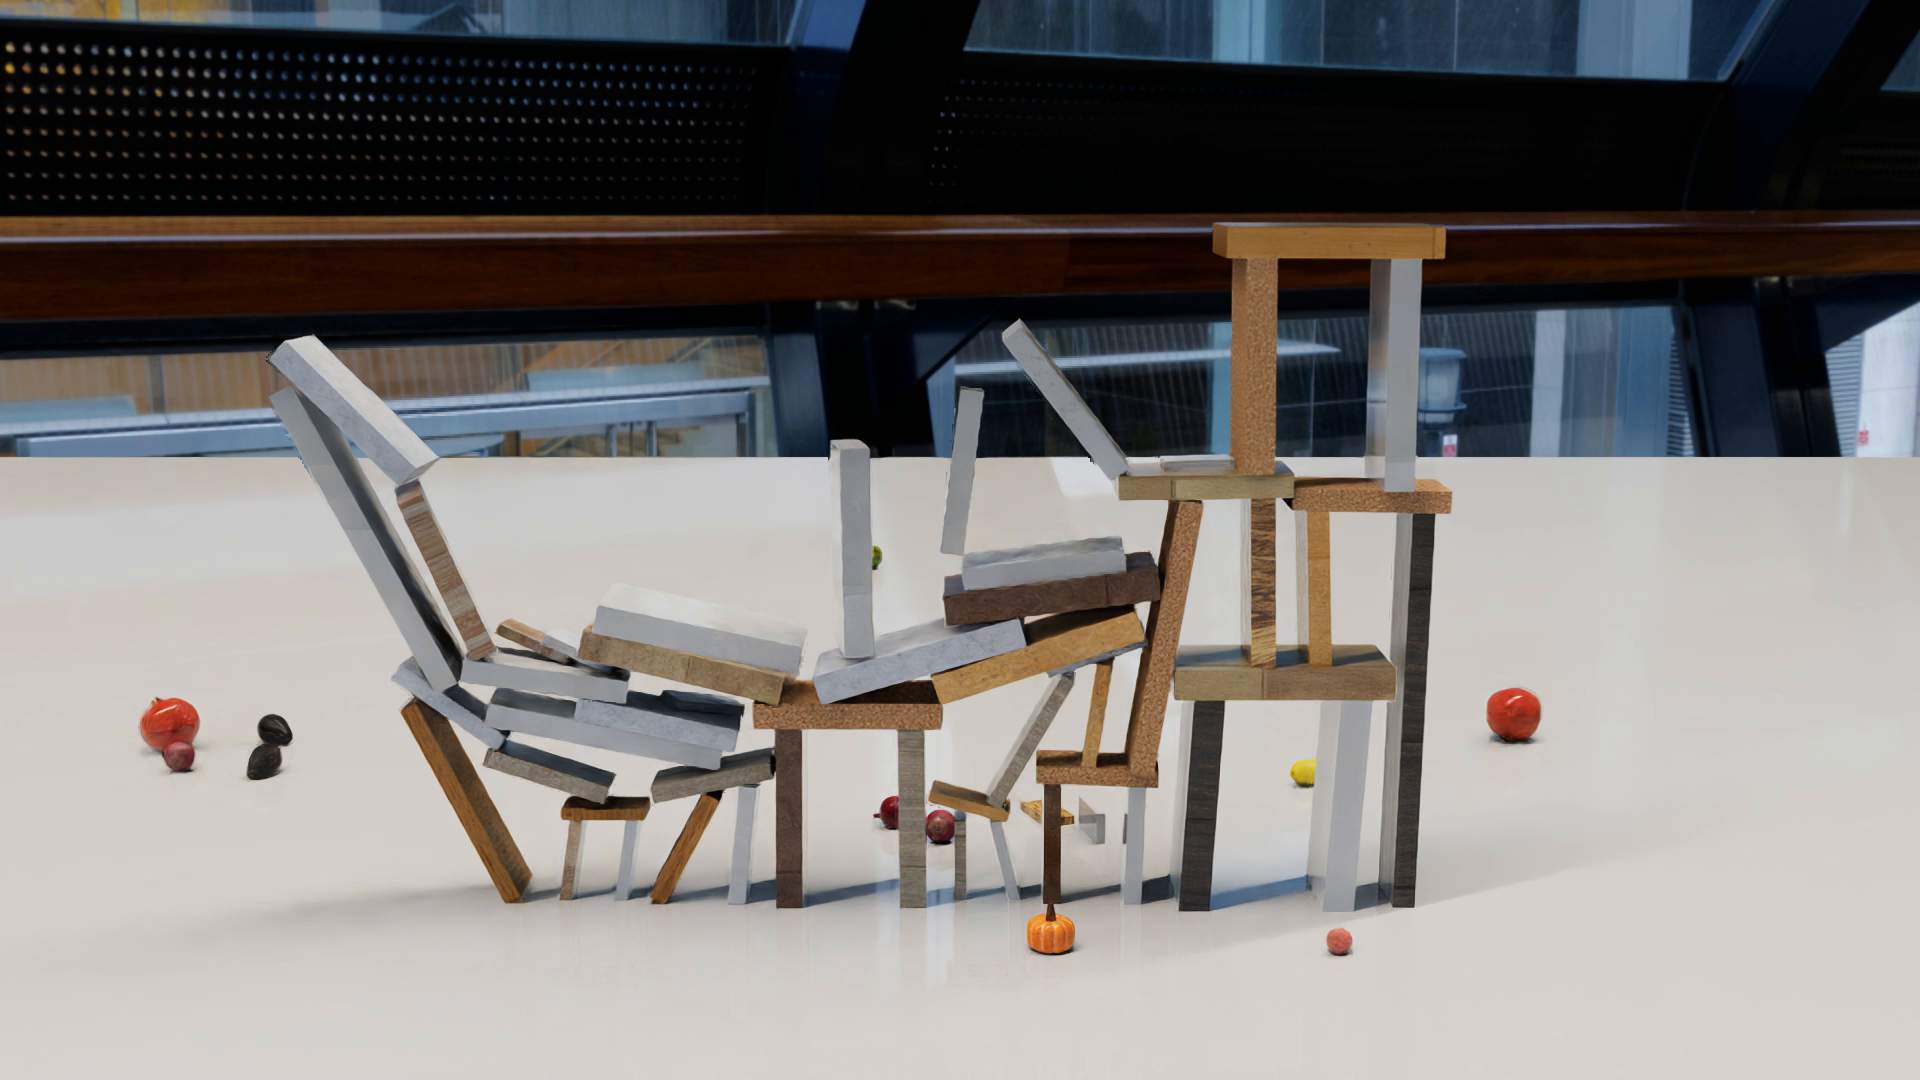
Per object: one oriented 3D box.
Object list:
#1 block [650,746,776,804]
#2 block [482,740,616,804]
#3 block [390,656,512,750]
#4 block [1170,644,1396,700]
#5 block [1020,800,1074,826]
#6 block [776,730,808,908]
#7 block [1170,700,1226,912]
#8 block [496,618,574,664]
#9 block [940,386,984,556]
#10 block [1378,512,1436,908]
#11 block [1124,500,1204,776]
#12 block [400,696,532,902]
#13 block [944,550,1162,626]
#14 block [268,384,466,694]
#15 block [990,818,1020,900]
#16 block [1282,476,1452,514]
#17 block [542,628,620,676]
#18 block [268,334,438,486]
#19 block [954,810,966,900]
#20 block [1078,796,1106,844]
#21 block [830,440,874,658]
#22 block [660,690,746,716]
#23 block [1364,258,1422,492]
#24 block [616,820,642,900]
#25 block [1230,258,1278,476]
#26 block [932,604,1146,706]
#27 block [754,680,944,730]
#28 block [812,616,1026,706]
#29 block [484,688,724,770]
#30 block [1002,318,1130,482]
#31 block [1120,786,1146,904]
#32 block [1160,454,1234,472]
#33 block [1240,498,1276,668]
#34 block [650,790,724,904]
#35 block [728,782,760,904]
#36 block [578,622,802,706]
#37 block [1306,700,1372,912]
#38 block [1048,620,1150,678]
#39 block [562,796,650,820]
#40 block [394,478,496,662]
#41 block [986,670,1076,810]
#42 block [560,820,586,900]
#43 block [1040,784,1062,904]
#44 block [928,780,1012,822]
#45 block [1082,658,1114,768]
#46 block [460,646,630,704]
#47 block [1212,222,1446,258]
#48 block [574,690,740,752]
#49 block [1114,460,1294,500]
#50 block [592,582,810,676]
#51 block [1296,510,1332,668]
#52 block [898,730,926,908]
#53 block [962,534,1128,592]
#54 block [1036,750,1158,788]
[{"bbox_3d":[-0.405,0.388,3.631,0.199,0.028,0.099,-12,10,2],"label":"block"},{"bbox_3d":[-0.676,0.380,3.633,0.206,0.029,0.103,18,5,-4],"label":"block"},{"bbox_3d":[-0.831,0.267,3.615,0.206,0.029,0.103,35,4,-5],"label":"block"},{"bbox_3d":[0.520,0.216,3.602,0.353,0.050,0.176,0,11,0],"label":"block"},{"bbox_3d":[0.162,0.506,4.076,0.056,0.016,0.113,-4,11,-23],"label":"block"},{"bbox_3d":[-0.279,0.440,3.646,0.043,0.303,0.152,1,11,-1],"label":"block"},{"bbox_3d":[0.391,0.415,3.639,0.050,0.353,0.176,3,11,0],"label":"block"},{"bbox_3d":[-0.698,0.167,3.632,0.126,0.018,0.063,24,8,3],"label":"block"},{"bbox_3d":[0.003,-0.113,3.532,0.037,0.261,0.131,7,6,-1],"label":"block"},{"bbox_3d":[0.731,0.269,3.606,0.036,0.655,0.126,1,11,0],"label":"block"},{"bbox_3d":[0.330,0.147,3.575,0.039,0.450,0.138,9,11,-1],"label":"block"},{"bbox_3d":[-0.815,0.423,3.642,0.029,0.362,0.103,-26,10,4],"label":"block"},{"bbox_3d":[0.147,0.078,3.567,0.343,0.049,0.171,-7,10,2],"label":"block"},{"bbox_3d":[-0.949,-0.008,3.555,0.040,0.538,0.140,-27,10,1],"label":"block"},{"bbox_3d":[0.074,0.523,3.660,0.019,0.134,0.067,-13,10,2],"label":"block"},{"bbox_3d":[0.653,-0.073,3.543,0.252,0.036,0.126,1,11,0],"label":"block"},{"bbox_3d":[-0.617,0.182,3.613,0.126,0.018,0.063,24,12,8],"label":"block"},{"bbox_3d":[-0.965,-0.209,3.512,0.040,0.281,0.140,-44,6,8],"label":"block"},{"bbox_3d":[0.001,0.524,3.660,0.019,0.134,0.067,0,11,0],"label":"block"},{"bbox_3d":[0.238,0.505,3.973,0.016,0.056,0.112,-3,11,-14],"label":"block"},{"bbox_3d":[-0.176,0.011,3.565,0.047,0.334,0.167,-2,8,-9],"label":"block"},{"bbox_3d":[-0.429,0.272,3.672,0.126,0.018,0.063,8,9,-33],"label":"block"},{"bbox_3d":[0.691,-0.270,3.512,0.048,0.364,0.169,0,11,0],"label":"block"},{"bbox_3d":[-0.550,0.522,3.657,0.019,0.137,0.068,9,10,-2],"label":"block"},{"bbox_3d":[0.468,-0.284,3.506,0.048,0.338,0.169,-1,11,-1],"label":"block"},{"bbox_3d":[0.125,0.174,3.585,0.343,0.049,0.171,-18,9,4],"label":"block"},{"bbox_3d":[-0.180,0.270,3.612,0.303,0.043,0.152,0,11,0],"label":"block"},{"bbox_3d":[-0.064,0.179,3.586,0.343,0.049,0.171,-16,10,4],"label":"block"},{"bbox_3d":[-0.583,0.310,3.628,0.384,0.037,0.132,12,7,-8],"label":"block"},{"bbox_3d":[0.168,-0.224,3.507,0.037,0.282,0.131,-37,9,8],"label":"block"},{"bbox_3d":[0.287,0.492,3.648,0.028,0.200,0.100,2,11,1],"label":"block"},{"bbox_3d":[0.382,-0.125,3.539,0.113,0.016,0.056,-2,11,-3],"label":"block"},{"bbox_3d":[0.483,0.057,3.565,0.039,0.275,0.138,-1,11,0],"label":"block"},{"bbox_3d":[-0.451,0.498,3.650,0.028,0.199,0.099,28,9,-5],"label":"block"},{"bbox_3d":[-0.357,0.492,3.648,0.028,0.199,0.099,6,10,-1],"label":"block"},{"bbox_3d":[-0.439,0.190,3.604,0.334,0.047,0.167,13,11,4],"label":"block"},{"bbox_3d":[0.626,0.415,3.639,0.050,0.353,0.176,3,11,-1],"label":"block"},{"bbox_3d":[0.222,0.178,3.599,0.172,0.024,0.086,-18,9,3],"label":"block"},{"bbox_3d":[-0.586,0.445,3.643,0.137,0.019,0.068,0,11,0],"label":"block"},{"bbox_3d":[-0.828,0.047,3.536,0.040,0.281,0.140,-25,17,-10],"label":"block"},{"bbox_3d":[0.116,0.323,3.626,0.024,0.247,0.086,30,9,-4],"label":"block"},{"bbox_3d":[-0.642,0.522,3.657,0.019,0.137,0.068,9,10,-2],"label":"block"},{"bbox_3d":[0.151,0.492,3.650,0.028,0.200,0.100,0,11,0],"label":"block"},{"bbox_3d":[0.017,0.433,3.648,0.134,0.019,0.067,15,10,1],"label":"block"},{"bbox_3d":[0.226,0.278,3.611,0.024,0.172,0.086,9,12,5],"label":"block"},{"bbox_3d":[-0.675,0.218,3.602,0.265,0.037,0.132,8,8,-8],"label":"block"},{"bbox_3d":[0.579,-0.473,3.472,0.338,0.048,0.169,0,11,-1],"label":"block"},{"bbox_3d":[-0.496,0.291,3.629,0.265,0.037,0.132,12,7,-6],"label":"block"},{"bbox_3d":[0.389,-0.096,3.534,0.275,0.039,0.138,-1,11,0],"label":"block"},{"bbox_3d":[-0.420,0.144,3.607,0.334,0.047,0.167,12,11,-2],"label":"block"},{"bbox_3d":[0.573,0.068,3.568,0.036,0.252,0.126,-3,10,0],"label":"block"},{"bbox_3d":[-0.079,0.440,3.647,0.043,0.303,0.152,-1,11,-1],"label":"block"},{"bbox_3d":[0.135,0.037,3.560,0.261,0.037,0.131,-7,10,3],"label":"block"},{"bbox_3d":[0.225,0.377,3.629,0.200,0.028,0.100,2,11,2],"label":"block"}]
